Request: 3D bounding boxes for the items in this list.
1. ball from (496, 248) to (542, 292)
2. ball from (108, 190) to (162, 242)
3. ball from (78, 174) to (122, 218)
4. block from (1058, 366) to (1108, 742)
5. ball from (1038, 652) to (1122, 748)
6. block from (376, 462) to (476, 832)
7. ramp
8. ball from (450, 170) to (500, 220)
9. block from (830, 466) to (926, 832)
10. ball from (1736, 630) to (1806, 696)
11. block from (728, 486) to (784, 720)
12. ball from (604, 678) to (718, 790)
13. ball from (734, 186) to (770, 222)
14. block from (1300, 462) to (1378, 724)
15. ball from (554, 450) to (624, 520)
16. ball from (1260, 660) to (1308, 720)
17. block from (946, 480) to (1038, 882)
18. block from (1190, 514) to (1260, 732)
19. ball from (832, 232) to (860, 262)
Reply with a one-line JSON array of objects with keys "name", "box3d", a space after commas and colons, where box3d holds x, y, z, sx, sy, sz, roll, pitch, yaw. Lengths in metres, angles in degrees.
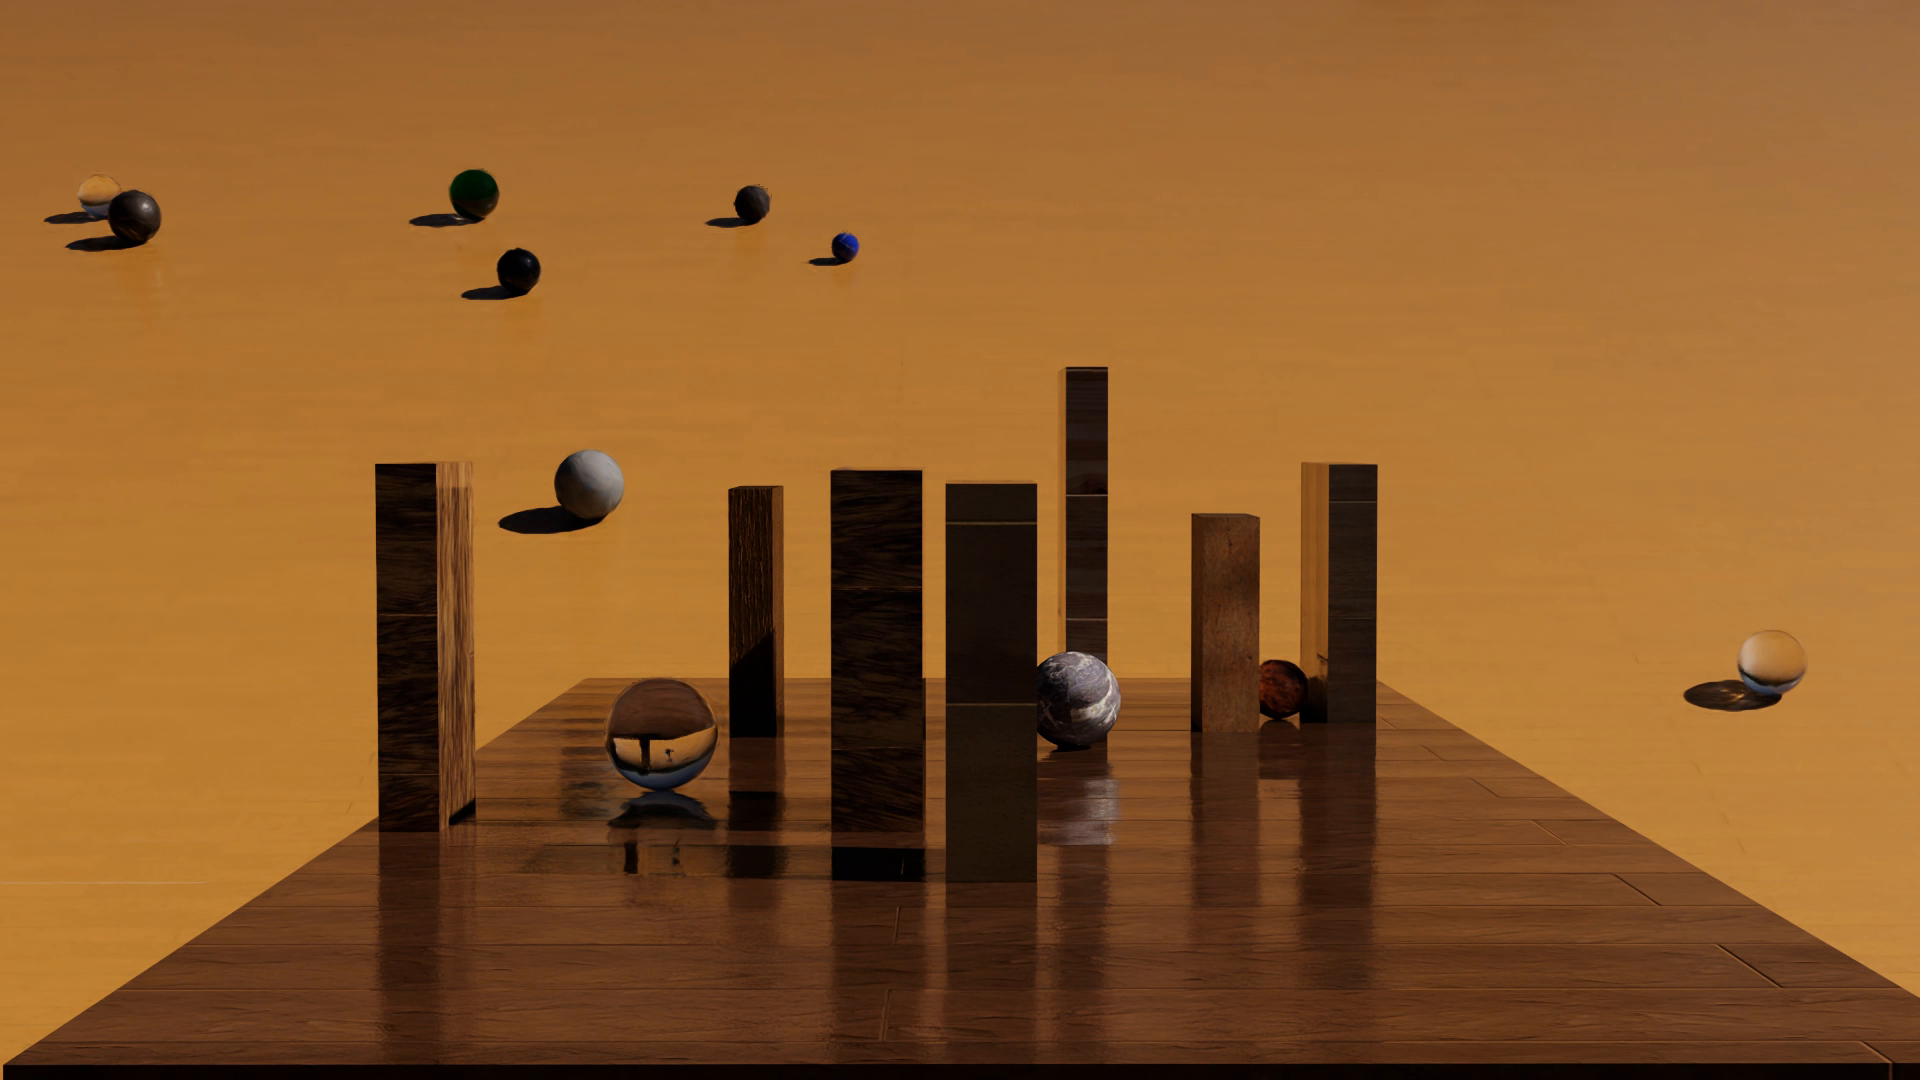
[{"name": "ball", "box3d": [-1.674, -1.022, 9.766, 0.168, 0.168, 0.168, 0, 23, 0]}, {"name": "ball", "box3d": [-3.324, -1.302, 10.367, 0.209, 0.209, 0.209, 0, 23, 0]}, {"name": "ball", "box3d": [-3.577, -1.432, 10.710, 0.178, 0.178, 0.178, 0, 23, 0]}, {"name": "block", "box3d": [0.254, 0.021, 5.372, 0.084, 0.754, 0.415, 0, 2, 0]}, {"name": "ball", "box3d": [0.223, 0.315, 5.081, 0.191, 0.191, 0.191, 0, 23, 0]}, {"name": "block", "box3d": [-0.859, 0.162, 4.154, 0.095, 0.575, 0.303, 0, 2, 0]}, {"name": "ramp", "box3d": [0.053, 0.483, 4.539, 2.000, 0.100, 4.000, 0, 2, 0]}, {"name": "ball", "box3d": [-2.016, -1.434, 10.680, 0.205, 0.205, 0.205, 0, 23, 0]}, {"name": "block", "box3d": [-0.130, 0.165, 4.207, 0.142, 0.564, 0.422, 0, 2, 0]}, {"name": "ball", "box3d": [2.092, 0.315, 6.635, 0.172, 0.172, 0.172, 0, 23, 0]}, {"name": "block", "box3d": [-0.454, 0.132, 5.760, 0.096, 0.500, 0.357, 0, 2, 0]}, {"name": "ball", "box3d": [-0.521, 0.338, 4.487, 0.195, 0.195, 0.195, 0, 23, 0]}, {"name": "ball", "box3d": [-0.859, -1.393, 10.656, 0.148, 0.148, 0.148, 0, 23, 0]}, {"name": "block", "box3d": [0.839, 0.106, 5.721, 0.104, 0.554, 0.443, 0, 2, 0]}, {"name": "ball", "box3d": [-1.110, -0.166, 7.712, 0.209, 0.209, 0.209, 0, 23, 0]}, {"name": "ball", "box3d": [0.691, 0.324, 5.590, 0.130, 0.130, 0.130, 0, 23, 0]}, {"name": "block", "box3d": [0.043, 0.193, 3.684, 0.126, 0.552, 0.271, 0, 2, 0]}, {"name": "block", "box3d": [0.562, 0.170, 5.471, 0.118, 0.447, 0.263, 0, 2, 0]}, {"name": "ball", "box3d": [-0.453, -1.156, 10.148, 0.111, 0.111, 0.111, 0, 23, 0]}]
